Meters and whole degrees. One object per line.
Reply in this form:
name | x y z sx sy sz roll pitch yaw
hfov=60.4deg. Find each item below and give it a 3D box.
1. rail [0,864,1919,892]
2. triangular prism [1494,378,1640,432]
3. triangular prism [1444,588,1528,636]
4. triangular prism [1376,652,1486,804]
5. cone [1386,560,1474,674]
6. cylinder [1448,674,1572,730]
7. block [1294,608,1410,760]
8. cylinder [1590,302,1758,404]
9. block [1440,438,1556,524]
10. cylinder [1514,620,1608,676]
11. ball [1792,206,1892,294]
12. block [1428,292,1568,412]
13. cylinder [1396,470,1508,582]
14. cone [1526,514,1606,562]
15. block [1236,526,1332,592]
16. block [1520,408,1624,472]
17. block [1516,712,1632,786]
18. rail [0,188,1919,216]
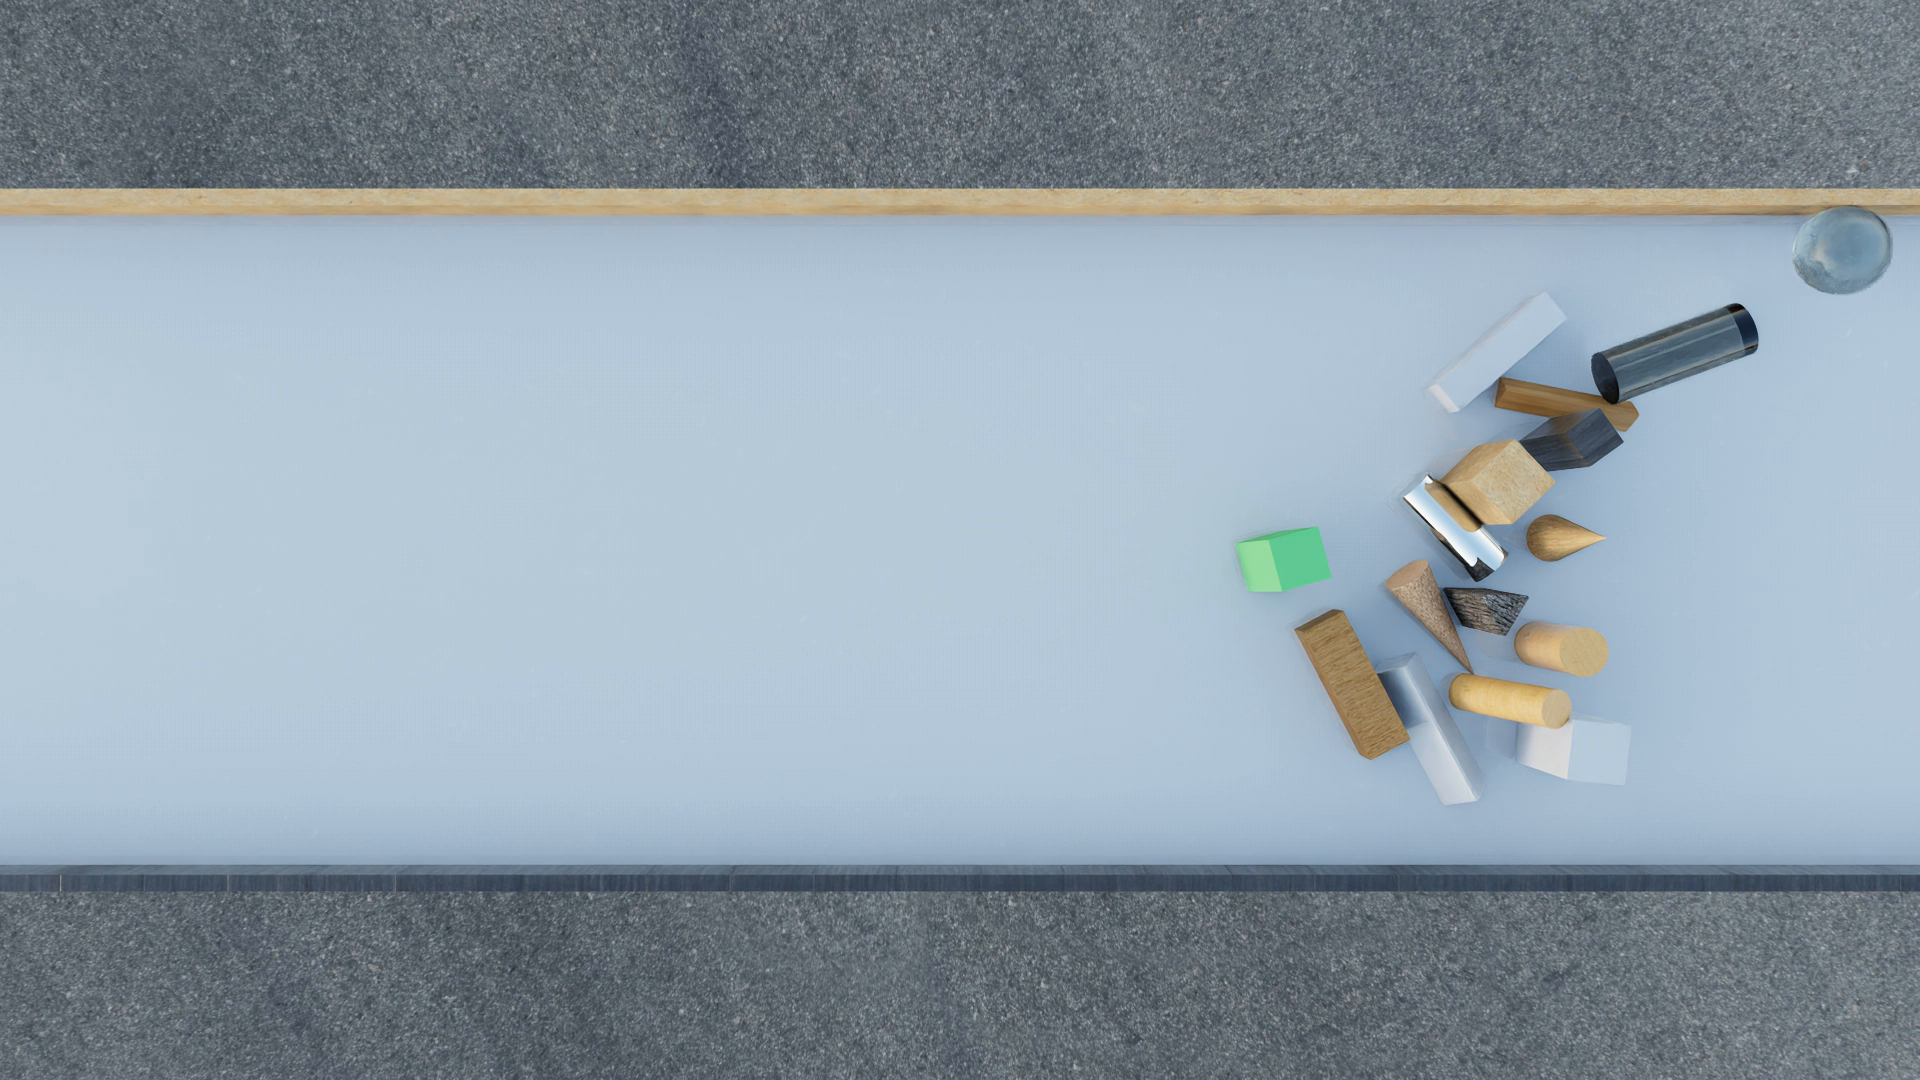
rail | -2.247 1.025 5.001 12.000 0.150 0.050 0 90 0
triangular prism | 1.855 -0.417 5.034 0.411 0.081 0.094 11 90 0
triangular prism | 1.578 0.185 4.913 0.116 0.324 0.133 -29 94 -2
triangular prism | 1.445 0.579 5.009 0.147 0.127 0.457 -28 90 0
cone | 1.473 0.265 5.041 0.145 0.145 0.405 -36 100 0
cylinder | 1.622 0.474 4.882 0.114 0.377 0.114 -2 94 -26
block | 1.189 0.436 5.008 0.137 0.137 0.435 -28 90 0
cylinder | 2.161 -0.564 4.993 0.443 0.166 0.166 -20 90 0
block | 1.586 -0.168 4.900 0.173 0.353 0.173 -44 90 0
cylinder | 1.776 0.320 4.885 0.141 0.384 0.141 0 90 0
ball | 2.642 -0.868 4.945 0.264 0.264 0.264 0 90 0
block | 1.637 -0.569 5.025 0.429 0.103 0.103 -41 90 0
cylinder | 1.495 -0.042 5.010 0.133 0.133 0.343 -44 90 0
cone | 1.816 -0.006 4.854 0.147 0.445 0.147 0 90 0
block | 0.958 0.059 4.904 0.153 0.329 0.153 -15 90 -7
block | 1.804 -0.292 4.881 0.120 0.391 0.120 -36 90 0
block | 1.813 0.606 4.892 0.172 0.358 0.172 7 90 -5
rail | -2.247 -1.025 5.002 12.000 0.150 0.050 0 90 0
